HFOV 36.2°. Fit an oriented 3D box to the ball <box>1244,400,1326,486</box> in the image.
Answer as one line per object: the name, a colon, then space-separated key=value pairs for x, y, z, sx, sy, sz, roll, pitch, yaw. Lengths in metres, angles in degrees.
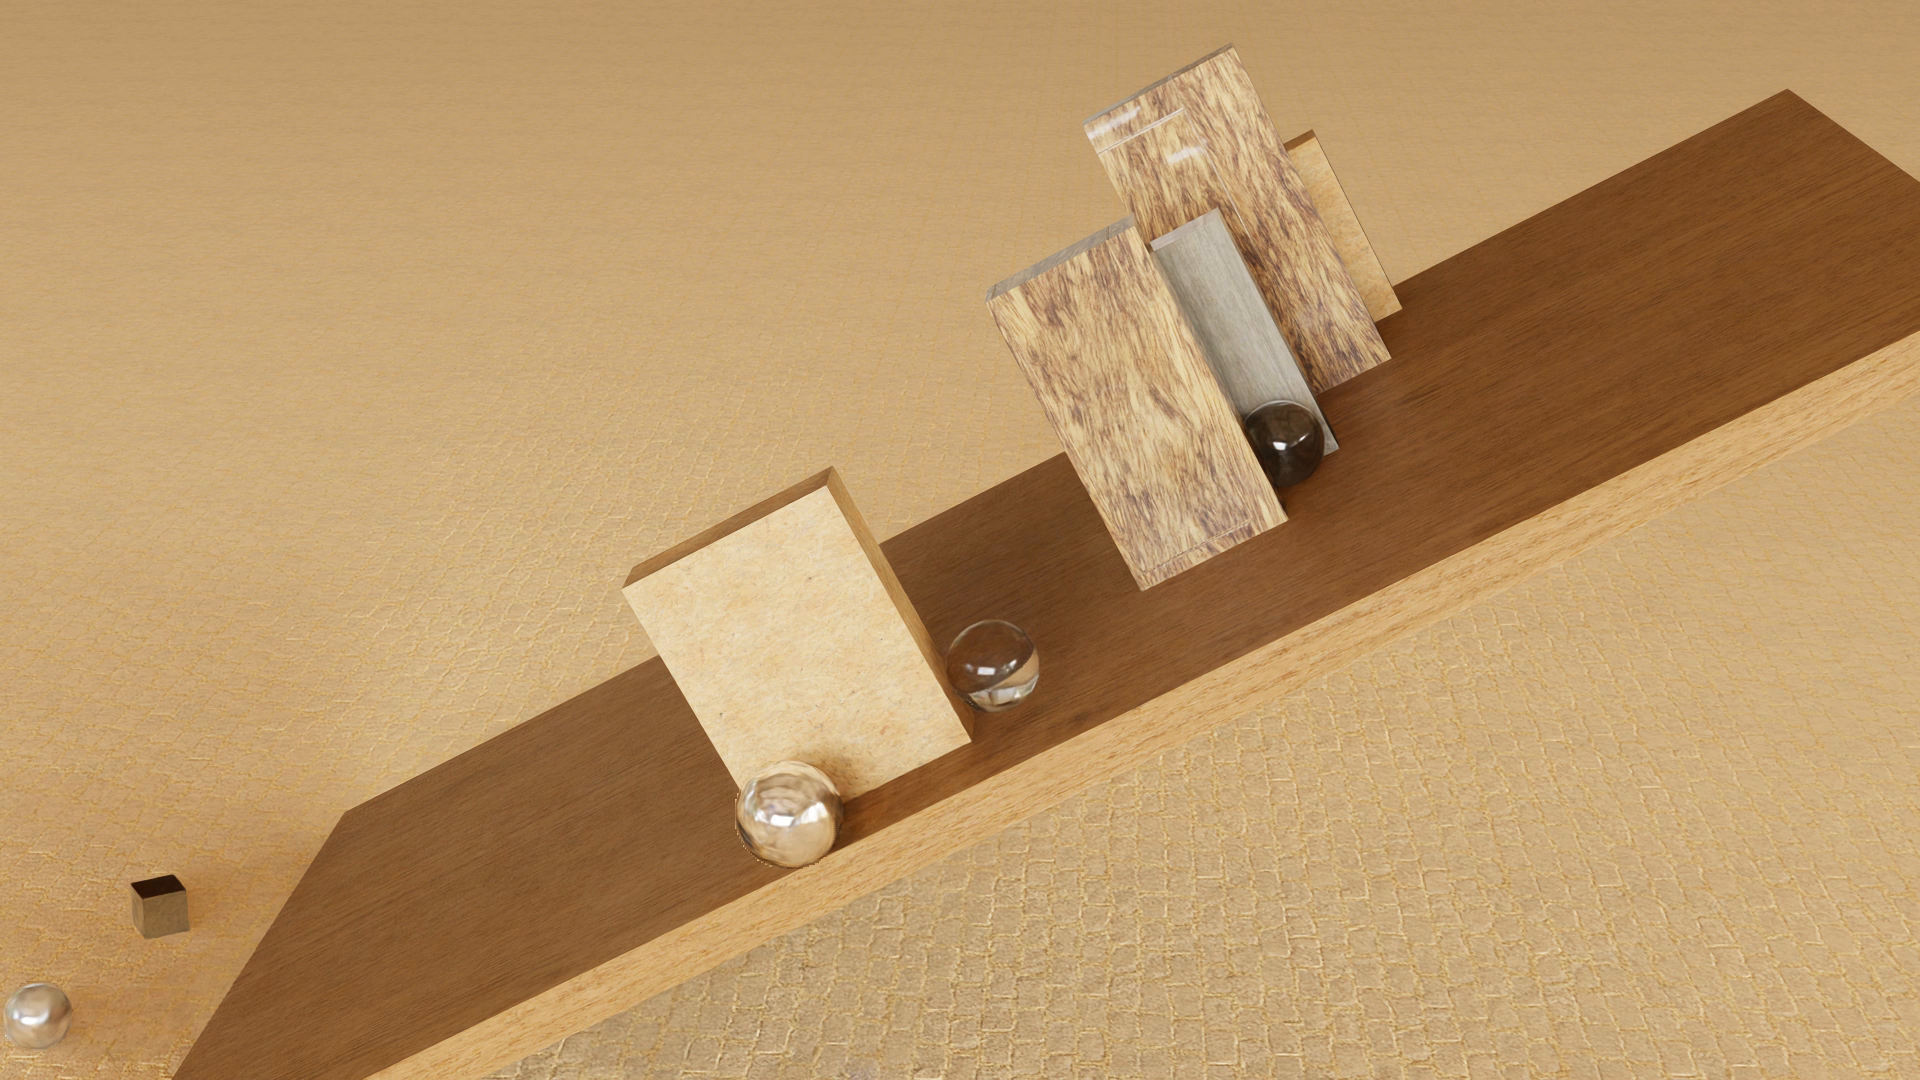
ball: x=0.653 y=-0.196 z=5.977 sx=0.177 sy=0.177 sz=0.177 roll=0 pitch=17 yaw=0

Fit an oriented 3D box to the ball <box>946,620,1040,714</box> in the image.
ball: x=0.063 y=0.241 z=5.599 sx=0.178 sy=0.178 sz=0.178 roll=0 pitch=17 yaw=0

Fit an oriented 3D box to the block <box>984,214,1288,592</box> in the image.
block: x=0.352 y=-0.270 z=5.818 sx=0.326 sy=0.664 sz=0.134 roll=-27 pitch=14 yaw=11

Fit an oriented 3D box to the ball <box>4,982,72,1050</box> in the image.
ball: x=-2.044 y=1.056 z=6.520 sx=0.147 sy=0.147 sz=0.147 roll=0 pitch=17 yaw=0

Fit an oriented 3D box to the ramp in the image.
ramp: x=0.141 y=0.167 z=6.282 sx=4.000 sy=0.100 sz=2.000 roll=-27 pitch=14 yaw=11

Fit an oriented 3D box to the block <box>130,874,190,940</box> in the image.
block: x=-1.937 y=0.888 z=7.120 sx=0.107 sy=0.107 sz=0.107 roll=-10 pitch=20 yaw=-29

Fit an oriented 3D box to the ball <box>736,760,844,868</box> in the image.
ball: x=-0.311 y=0.502 z=5.383 sx=0.195 sy=0.195 sz=0.195 roll=0 pitch=17 yaw=0

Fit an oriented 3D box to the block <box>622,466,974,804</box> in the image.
block: x=-0.302 y=0.216 z=5.595 sx=0.441 sy=0.567 sz=0.136 roll=-27 pitch=14 yaw=11

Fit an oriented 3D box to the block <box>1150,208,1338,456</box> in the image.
block: x=0.482 y=-0.349 z=6.090 sx=0.396 sy=0.545 sz=0.112 roll=-27 pitch=14 yaw=11

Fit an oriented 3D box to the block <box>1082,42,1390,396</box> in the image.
block: x=0.610 y=-0.660 z=6.460 sx=0.364 sy=0.772 sz=0.084 roll=-27 pitch=14 yaw=11

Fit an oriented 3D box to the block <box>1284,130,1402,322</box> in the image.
block: x=0.782 y=-0.675 z=6.838 sx=0.314 sy=0.452 sz=0.111 roll=-27 pitch=14 yaw=11
